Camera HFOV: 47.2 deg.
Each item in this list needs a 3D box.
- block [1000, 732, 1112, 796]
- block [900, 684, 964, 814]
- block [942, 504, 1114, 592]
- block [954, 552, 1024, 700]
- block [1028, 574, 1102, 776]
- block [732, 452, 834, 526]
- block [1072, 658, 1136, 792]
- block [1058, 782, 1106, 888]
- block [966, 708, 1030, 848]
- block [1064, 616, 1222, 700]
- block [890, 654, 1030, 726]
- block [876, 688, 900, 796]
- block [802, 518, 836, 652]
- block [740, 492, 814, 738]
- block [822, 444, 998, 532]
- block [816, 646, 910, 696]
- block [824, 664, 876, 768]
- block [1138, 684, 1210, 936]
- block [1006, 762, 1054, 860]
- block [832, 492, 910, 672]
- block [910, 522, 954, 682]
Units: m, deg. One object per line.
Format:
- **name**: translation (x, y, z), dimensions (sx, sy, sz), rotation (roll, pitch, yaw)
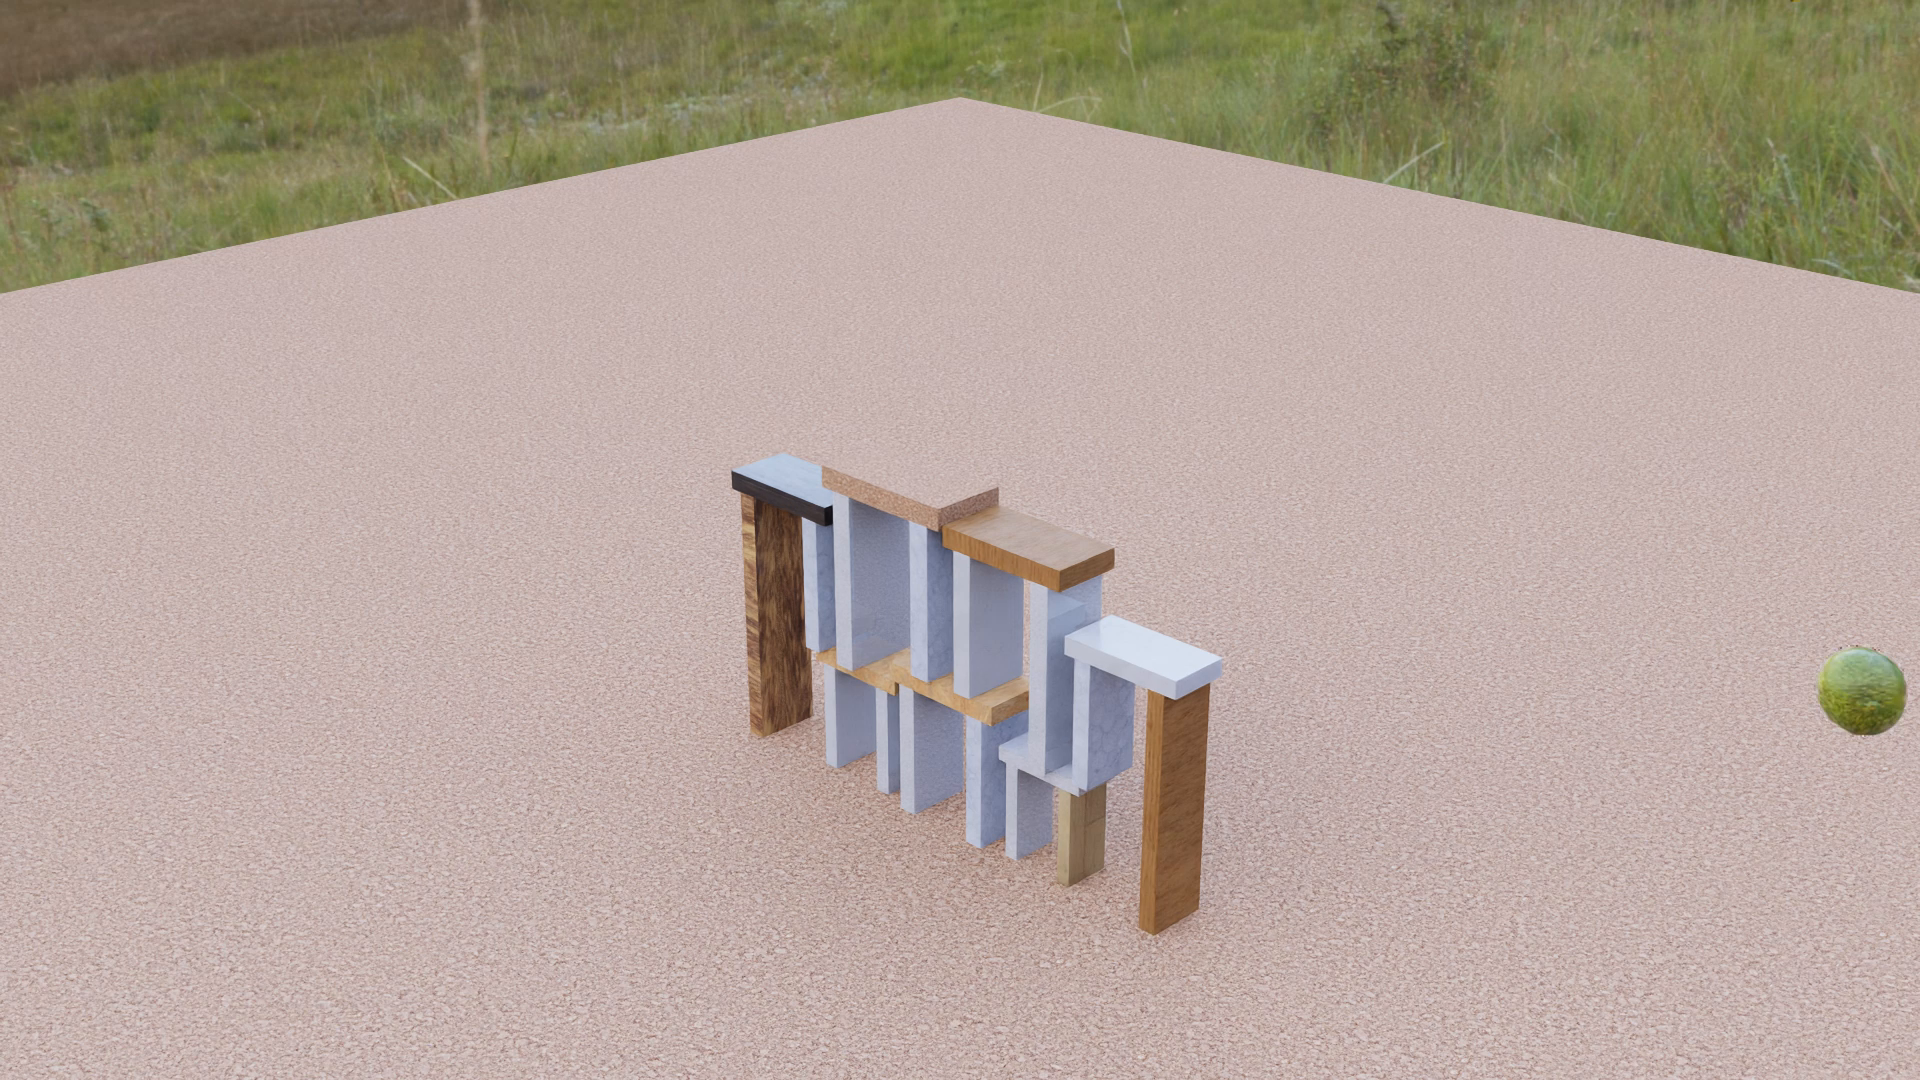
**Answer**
- **block**: translation (0.185, 0.423, 4.199), dimensions (0.206, 0.029, 0.103), rotation (21, 31, 40)
- **block**: translation (-0.057, 0.401, 4.454), dimensions (0.040, 0.282, 0.141), rotation (21, 31, 41)
- **block**: translation (0.125, 0.013, 4.088), dimensions (0.149, 0.042, 0.299), rotation (-22, 31, -40)
- **block**: translation (0.055, 0.142, 4.220), dimensions (0.042, 0.299, 0.149), rotation (21, 31, 41)
- **block**: translation (0.196, 0.237, 4.107), dimensions (0.042, 0.385, 0.149), rotation (21, 31, 41)
- **block**: translation (-0.321, -0.106, 4.524), dimensions (0.145, 0.041, 0.290), rotation (-22, 31, -40)
- **block**: translation (0.267, 0.322, 4.068), dimensions (0.037, 0.260, 0.130), rotation (21, 31, 40)
- **block**: translation (0.233, 0.550, 4.200), dimensions (0.103, 0.206, 0.029), rotation (-21, 31, -41)
- **block**: translation (0.076, 0.453, 4.332), dimensions (0.040, 0.282, 0.141), rotation (21, 31, 41)
- **block**: translation (0.328, 0.209, 3.953), dimensions (0.260, 0.037, 0.130), rotation (21, 31, 40)
- **block**: translation (0.010, 0.279, 4.330), dimensions (0.282, 0.040, 0.141), rotation (21, 31, 41)
- **block**: translation (-0.117, 0.395, 4.526), dimensions (0.118, 0.237, 0.034), rotation (-21, 31, -41)
- **block**: translation (-0.253, 0.073, 4.525), dimensions (0.041, 0.290, 0.145), rotation (21, 31, 41)
- **block**: translation (-0.389, 0.144, 4.704), dimensions (0.041, 0.560, 0.145), rotation (21, 31, 41)
- **block**: translation (-0.099, -0.104, 4.284), dimensions (0.328, 0.046, 0.164), rotation (21, 31, 41)
- **block**: translation (-0.173, 0.249, 4.525), dimensions (0.118, 0.034, 0.237), rotation (-21, 31, -41)
- **block**: translation (-0.228, 0.351, 4.629), dimensions (0.034, 0.237, 0.118), rotation (21, 31, 41)
- **block**: translation (0.390, 0.477, 4.002), dimensions (0.037, 0.495, 0.130), rotation (21, 31, 41)
- **block**: translation (0.136, 0.512, 4.289), dimensions (0.029, 0.206, 0.103), rotation (21, 31, 41)
- **block**: translation (-0.176, 0.062, 4.438), dimensions (0.046, 0.379, 0.164), rotation (21, 31, 41)
- **block**: translation (-0.022, 0.098, 4.286), dimensions (0.164, 0.328, 0.046), rotation (-21, 31, -41)
